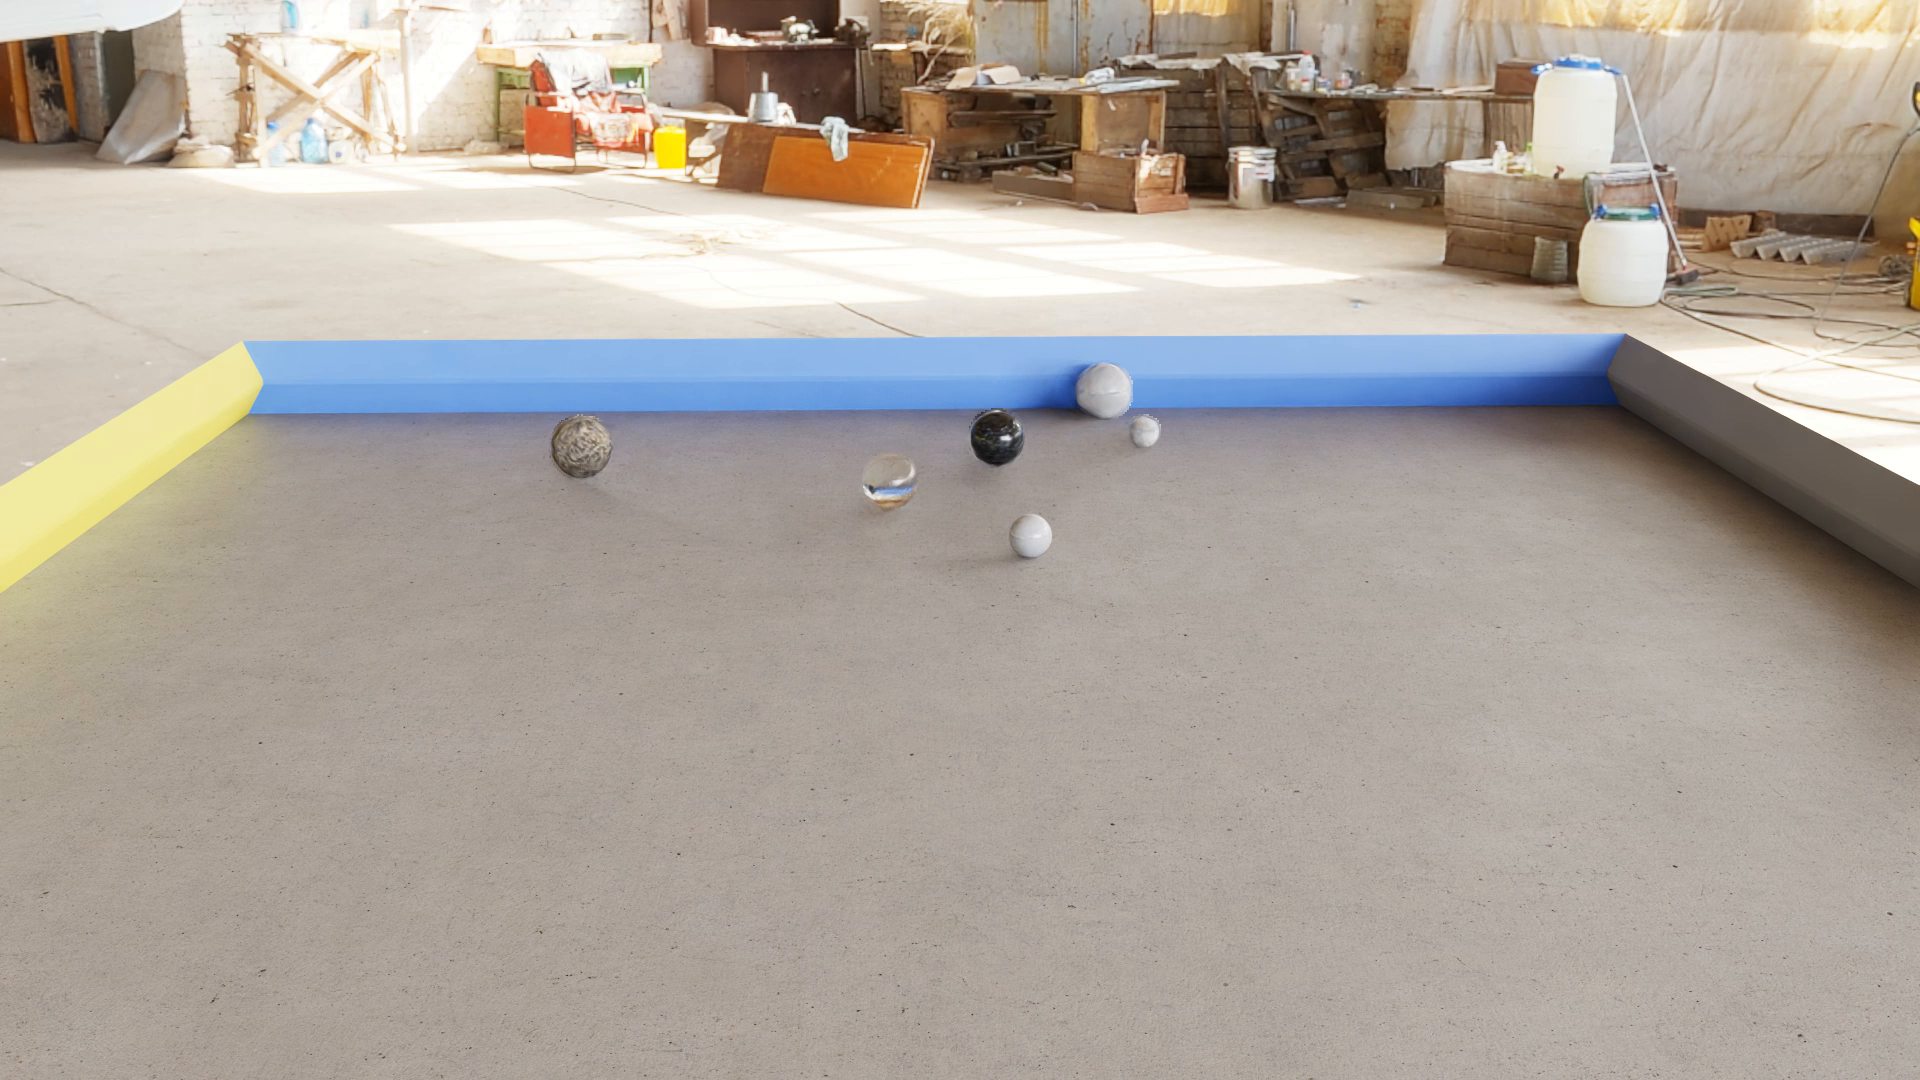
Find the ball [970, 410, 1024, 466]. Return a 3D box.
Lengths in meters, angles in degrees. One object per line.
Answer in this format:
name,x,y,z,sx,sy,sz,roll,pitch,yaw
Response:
ball,0.060,-0.162,3.503,0.088,0.088,0.088,0,15,0

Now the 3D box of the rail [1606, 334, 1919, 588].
rail,1.243,0.234,1.939,0.045,0.128,4.203,0,15,-2

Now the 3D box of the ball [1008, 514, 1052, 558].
ball,0.095,-0.006,2.972,0.059,0.059,0.059,0,15,0

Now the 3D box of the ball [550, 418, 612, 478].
ball,-0.589,-0.144,3.421,0.095,0.095,0.095,0,15,0

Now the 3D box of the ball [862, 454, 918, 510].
ball,-0.102,-0.086,3.230,0.081,0.081,0.081,0,15,0

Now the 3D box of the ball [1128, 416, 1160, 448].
ball,0.303,-0.178,3.631,0.051,0.051,0.051,0,15,0

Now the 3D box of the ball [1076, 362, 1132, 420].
ball,0.251,-0.261,3.851,0.099,0.099,0.099,0,15,0

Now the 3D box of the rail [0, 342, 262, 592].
rail,-1.174,0.255,1.862,0.045,0.128,4.203,0,15,-2

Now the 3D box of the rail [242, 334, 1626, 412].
rail,-0.034,-0.292,3.906,2.466,0.128,0.045,0,15,-2
